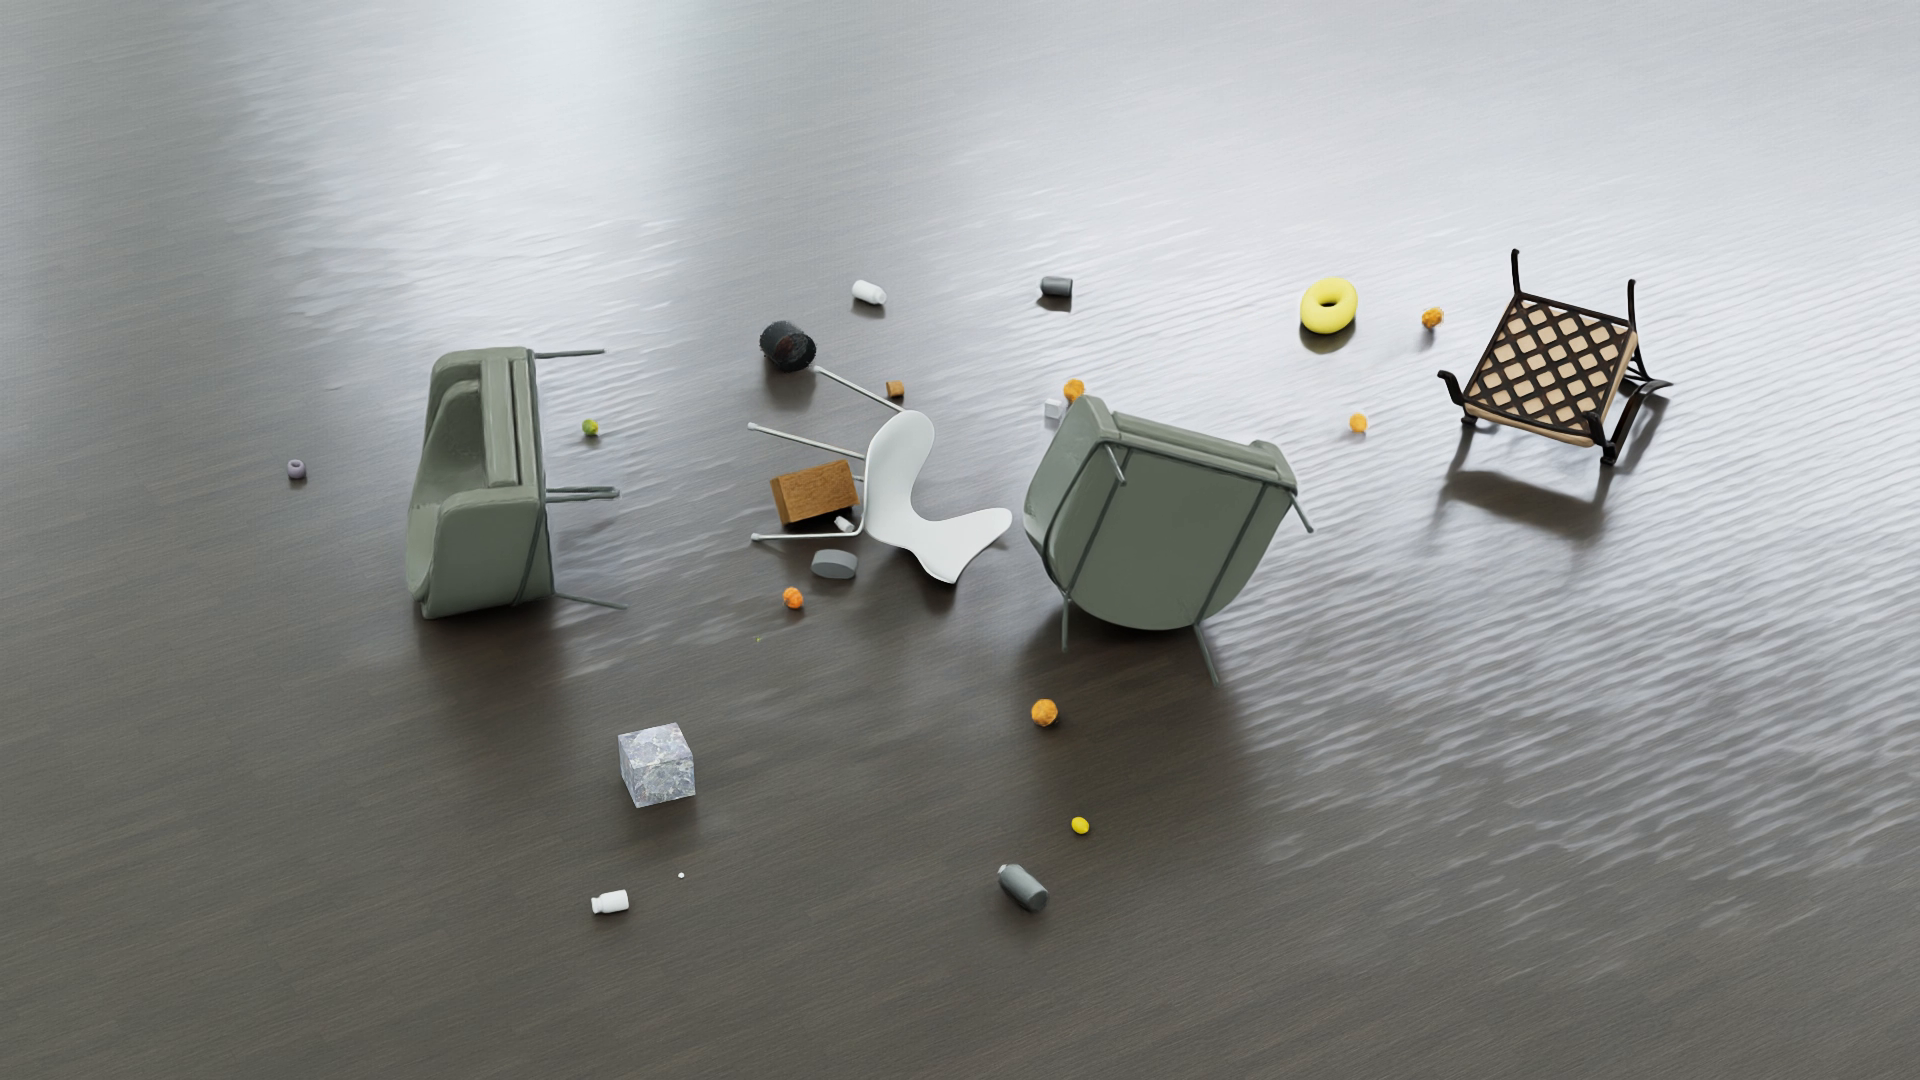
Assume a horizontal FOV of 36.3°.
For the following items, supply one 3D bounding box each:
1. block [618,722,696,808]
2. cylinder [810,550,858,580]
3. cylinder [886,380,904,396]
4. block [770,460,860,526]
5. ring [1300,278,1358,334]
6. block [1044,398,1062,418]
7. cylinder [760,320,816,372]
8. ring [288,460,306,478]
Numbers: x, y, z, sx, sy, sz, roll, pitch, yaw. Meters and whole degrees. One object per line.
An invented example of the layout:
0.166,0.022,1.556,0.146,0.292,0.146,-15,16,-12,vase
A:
-1.001,0.742,9.671,0.200,0.162,0.193,-12,35,-17,block
-0.460,0.088,10.746,0.164,0.070,0.086,8,34,4,cylinder
-0.261,-0.611,11.825,0.055,0.051,0.086,-9,34,-14,cylinder
-0.547,-0.179,11.033,0.284,0.175,0.104,-16,0,-23,block
1.554,-0.989,12.353,0.235,0.105,0.405,9,35,15,ring
0.372,-0.524,11.685,0.059,0.059,0.037,14,36,20,block
-0.703,-0.793,11.987,0.200,0.168,0.123,17,17,-42,cylinder
-2.561,-0.273,11.315,0.069,0.050,0.088,-14,37,-24,ring
